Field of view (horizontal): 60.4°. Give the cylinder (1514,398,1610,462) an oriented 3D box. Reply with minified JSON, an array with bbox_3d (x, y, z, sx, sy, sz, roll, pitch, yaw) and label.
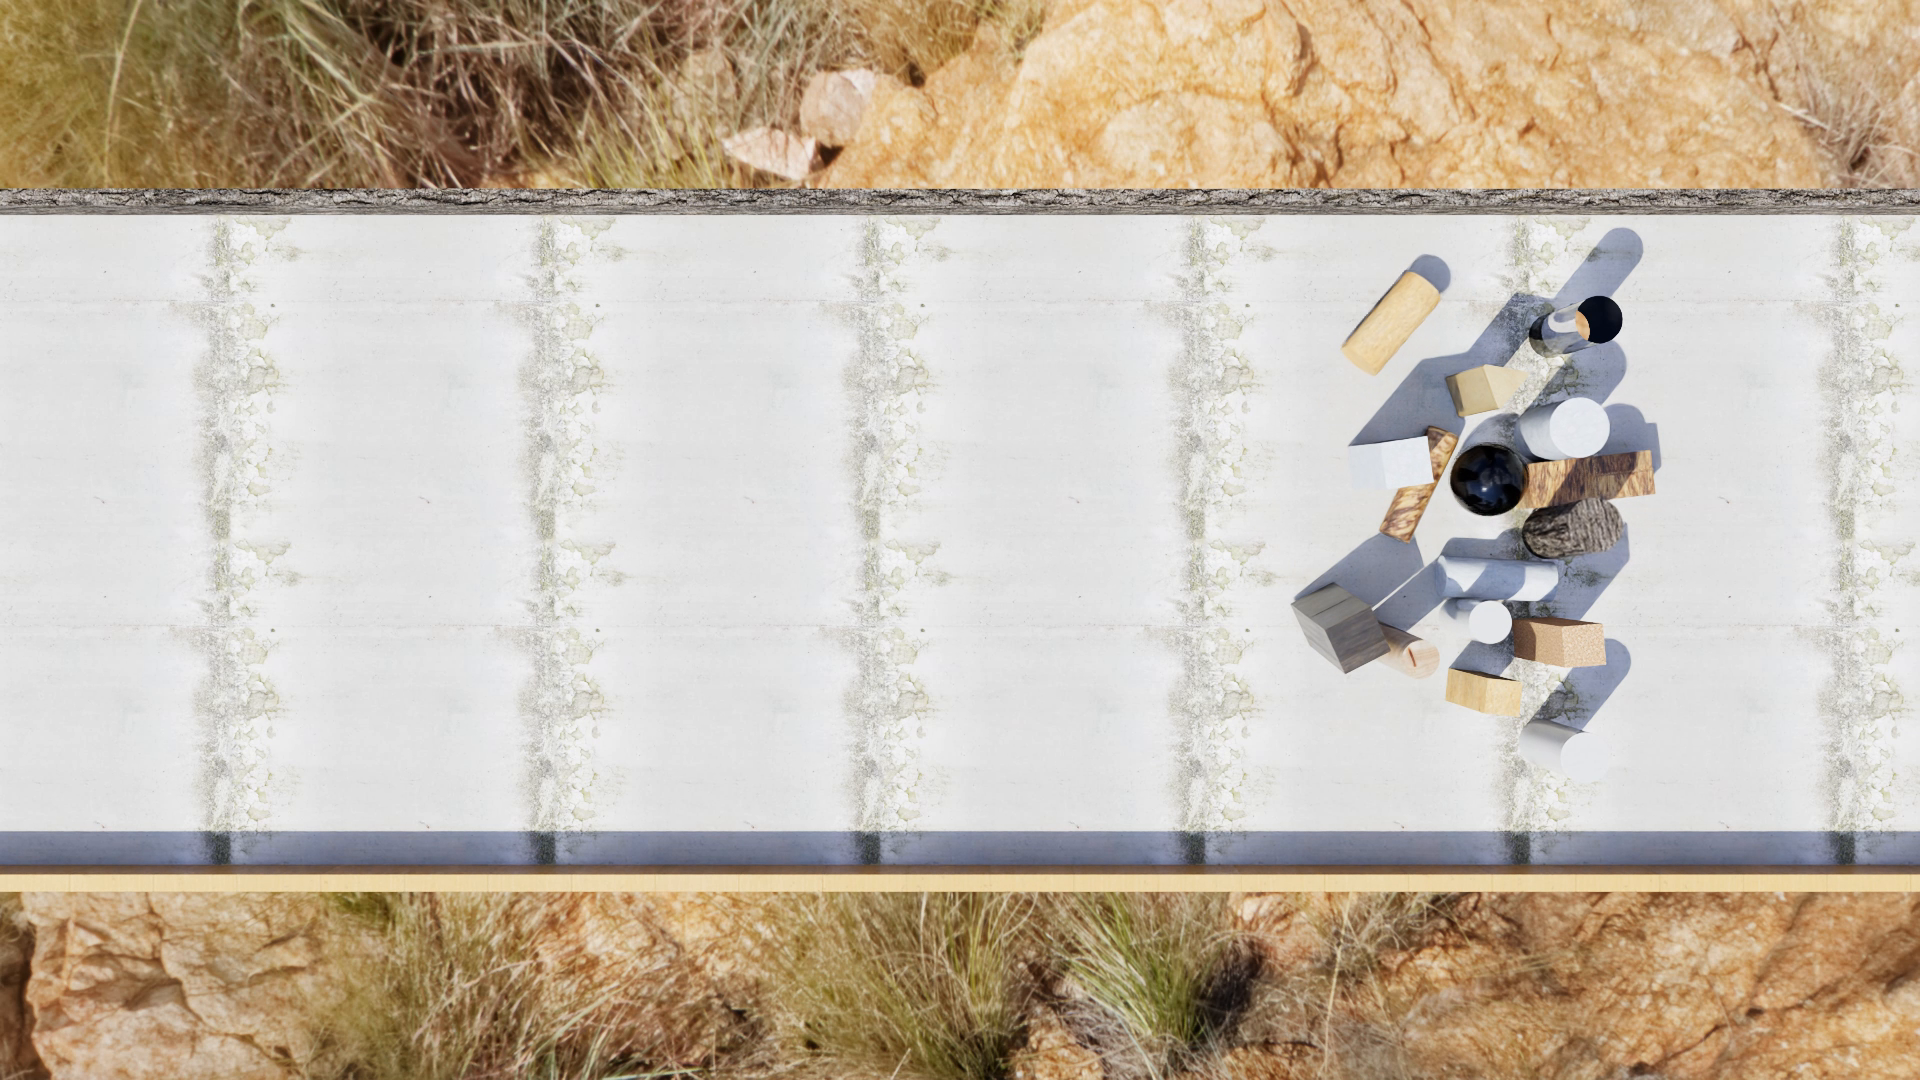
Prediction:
[{"bbox_3d":[1.791,-0.325,4.922,0.174,0.310,0.174,0,90,0],"label":"cylinder"}]

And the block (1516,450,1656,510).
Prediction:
[{"bbox_3d":[1.892,-0.182,5.010,0.374,0.133,0.133,-7,90,0],"label":"block"}]

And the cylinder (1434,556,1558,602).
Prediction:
[{"bbox_3d":[1.629,0.118,5.014,0.335,0.125,0.125,3,90,0],"label":"cylinder"}]

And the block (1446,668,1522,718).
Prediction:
[{"bbox_3d":[1.548,0.449,4.887,0.100,0.379,0.100,6,90,0],"label":"block"}]

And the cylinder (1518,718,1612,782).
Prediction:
[{"bbox_3d":[1.791,0.623,4.898,0.145,0.356,0.145,0,90,0],"label":"cylinder"}]

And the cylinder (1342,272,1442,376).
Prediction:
[{"bbox_3d":[1.310,-0.656,5.009,0.135,0.135,0.301,41,90,0],"label":"cylinder"}]

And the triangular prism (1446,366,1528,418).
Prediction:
[{"bbox_3d":[1.537,-0.463,4.888,0.114,0.375,0.131,40,90,0],"label":"triangular prism"}]

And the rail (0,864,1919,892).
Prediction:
[{"bbox_3d":[-2.247,1.025,5.001,12.000,0.150,0.050,0,90,0],"label":"rail"}]

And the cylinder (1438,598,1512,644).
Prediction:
[{"bbox_3d":[1.534,0.238,4.924,0.124,0.306,0.124,0,90,0],"label":"cylinder"}]

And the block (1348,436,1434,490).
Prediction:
[{"bbox_3d":[1.267,-0.225,4.873,0.133,0.401,0.133,-9,92,0],"label":"block"}]

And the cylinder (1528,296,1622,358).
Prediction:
[{"bbox_3d":[1.818,-0.627,4.885,0.137,0.384,0.137,0,90,0],"label":"cylinder"}]

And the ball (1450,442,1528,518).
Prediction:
[{"bbox_3d":[1.590,-0.180,4.964,0.224,0.224,0.224,0,90,0],"label":"ball"}]

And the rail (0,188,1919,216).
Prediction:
[{"bbox_3d":[-2.247,-1.025,5.002,12.000,0.150,0.050,0,90,0],"label":"rail"}]

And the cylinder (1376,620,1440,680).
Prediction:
[{"bbox_3d":[1.290,0.321,4.886,0.115,0.367,0.115,-1,97,-8],"label":"cylinder"}]

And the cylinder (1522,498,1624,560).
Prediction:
[{"bbox_3d":[1.797,-0.030,4.856,0.156,0.431,0.156,0,87,3],"label":"cylinder"}]

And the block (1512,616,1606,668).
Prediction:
[{"bbox_3d":[1.762,0.298,4.867,0.117,0.420,0.117,-4,90,0],"label":"block"}]

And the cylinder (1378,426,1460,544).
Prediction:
[{"bbox_3d":[1.398,-0.168,5.027,0.100,0.100,0.353,26,90,0],"label":"cylinder"}]

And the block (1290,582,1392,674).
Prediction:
[{"bbox_3d":[1.124,0.257,4.892,0.148,0.346,0.148,-27,101,0],"label":"block"}]
